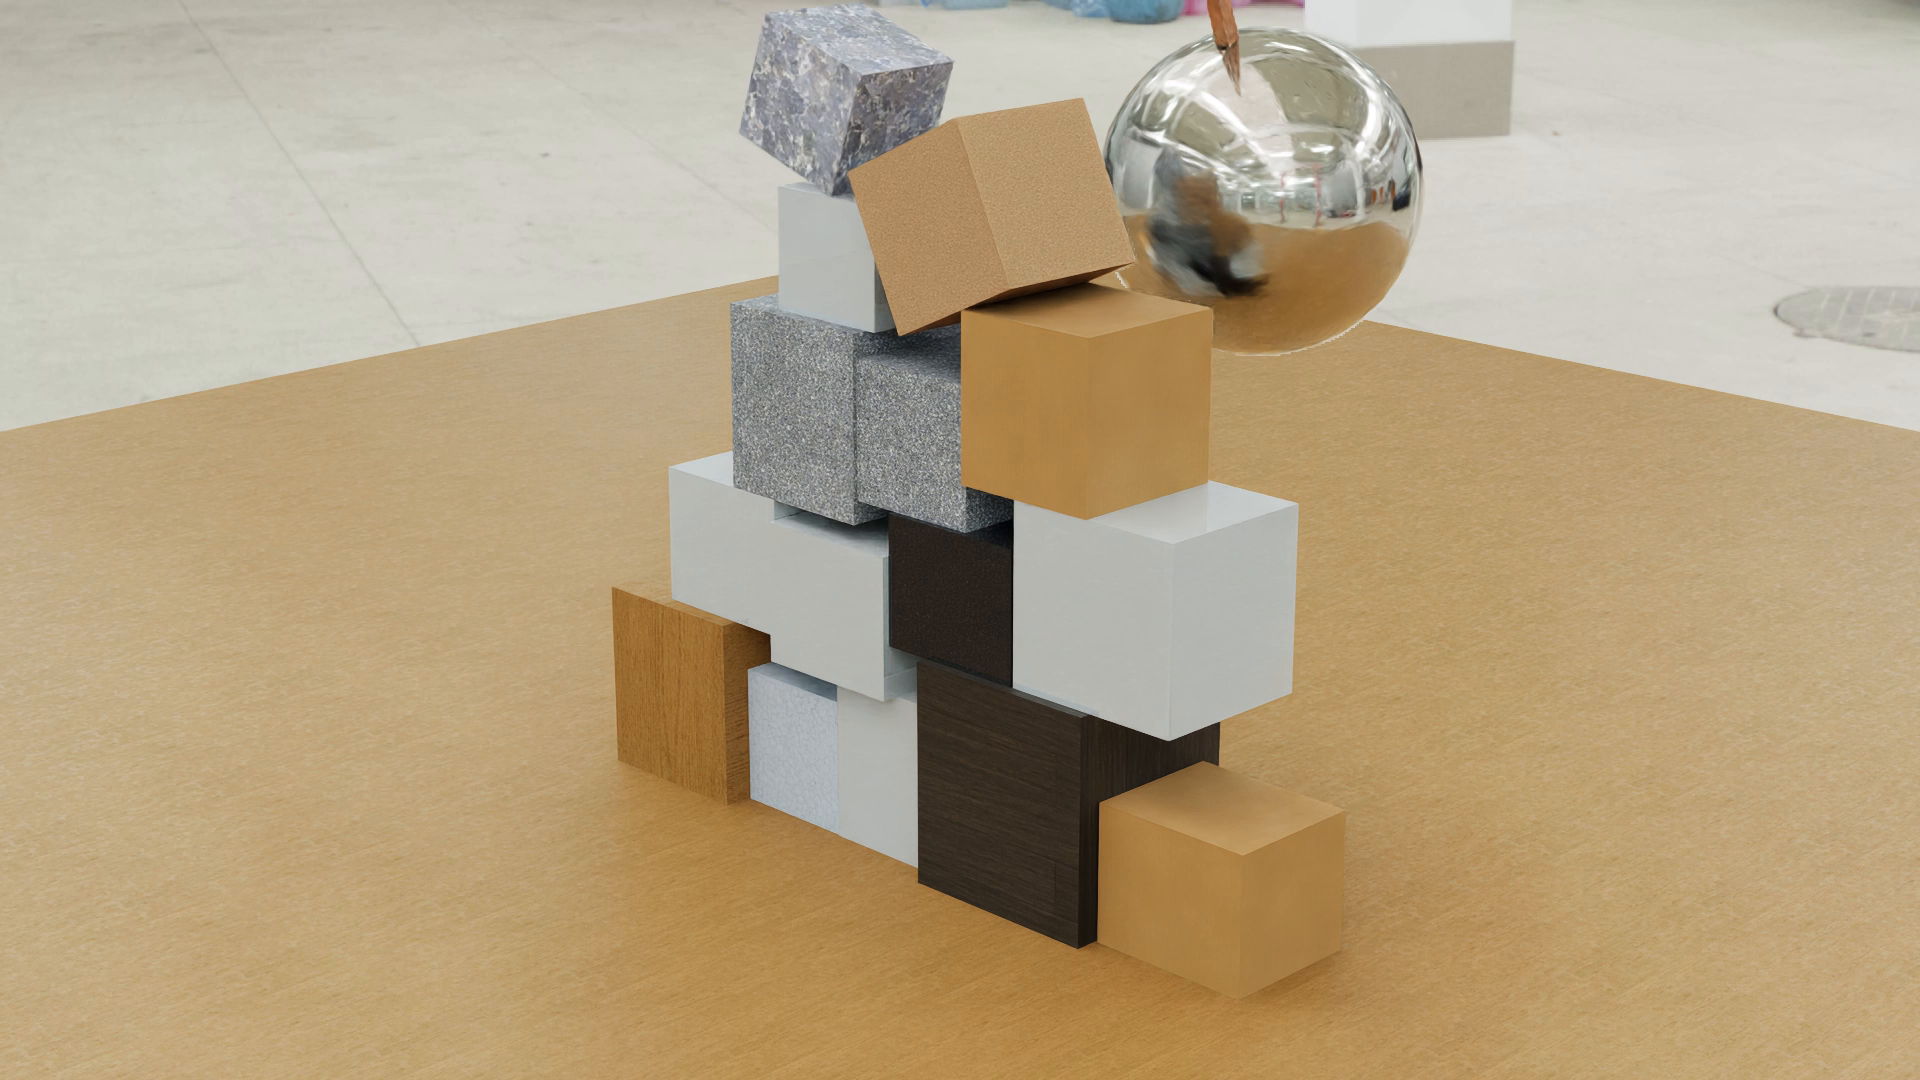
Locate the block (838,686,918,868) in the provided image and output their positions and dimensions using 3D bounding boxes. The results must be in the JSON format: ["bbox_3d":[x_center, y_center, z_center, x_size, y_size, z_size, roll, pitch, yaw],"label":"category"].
[{"bbox_3d":[-0.113,1.013,13.773,0.657,0.810,0.643,-17,24,-42],"label":"block"}]

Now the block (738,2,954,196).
[{"bbox_3d":[-0.517,-1.998,13.248,0.587,0.593,0.643,-17,43,-43],"label":"block"}]

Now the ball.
[{"bbox_3d":[1.467,-1.707,14.343,1.600,1.600,1.600,0,17,0],"label":"ball"}]

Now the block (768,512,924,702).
[{"bbox_3d":[-0.320,0.236,13.749,0.843,0.686,0.771,-17,24,-42],"label":"block"}]

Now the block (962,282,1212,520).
[{"bbox_3d":[0.540,-0.612,12.574,0.780,0.775,0.732,-17,24,-42],"label":"block"}]

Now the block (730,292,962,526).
[{"bbox_3d":[-0.512,-0.658,13.651,0.830,0.889,0.735,17,24,42],"label":"block"}]

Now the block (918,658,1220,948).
[{"bbox_3d":[0.485,1.059,13.187,0.921,1.072,0.992,-17,24,-42],"label":"block"}]

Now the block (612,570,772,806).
[{"bbox_3d":[-1.112,0.665,14.690,0.897,0.922,0.843,-17,24,-42],"label":"block"}]

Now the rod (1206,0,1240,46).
[{"bbox_3d":[0.636,-4.502,12.593,0.080,5.200,0.080,17,44,42],"label":"rod"}]

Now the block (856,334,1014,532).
[{"bbox_3d":[0.032,-0.494,13.142,0.688,0.662,0.708,17,24,42],"label":"block"}]

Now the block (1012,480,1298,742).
[{"bbox_3d":[0.832,0.244,12.568,0.809,0.855,0.895,-17,24,-42],"label":"block"}]

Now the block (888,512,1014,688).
[{"bbox_3d":[0.218,0.181,13.146,0.757,0.629,0.760,-17,24,-42],"label":"block"}]

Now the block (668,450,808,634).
[{"bbox_3d":[-0.867,-0.030,14.240,0.763,0.673,0.765,17,24,42],"label":"block"}]

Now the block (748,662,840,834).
[{"bbox_3d":[-0.565,0.940,14.238,0.661,0.669,0.635,-17,24,-42],"label":"block"}]

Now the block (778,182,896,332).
[{"bbox_3d":[-0.396,-1.321,13.330,0.625,0.571,0.588,17,24,42],"label":"block"}]

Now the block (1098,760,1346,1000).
[{"bbox_3d":[1.122,1.451,12.636,0.683,0.655,0.798,-17,24,-42],"label":"block"}]

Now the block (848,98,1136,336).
[{"bbox_3d":[0.137,-1.407,12.770,0.794,0.753,0.734,-17,-2,-43],"label":"block"}]
